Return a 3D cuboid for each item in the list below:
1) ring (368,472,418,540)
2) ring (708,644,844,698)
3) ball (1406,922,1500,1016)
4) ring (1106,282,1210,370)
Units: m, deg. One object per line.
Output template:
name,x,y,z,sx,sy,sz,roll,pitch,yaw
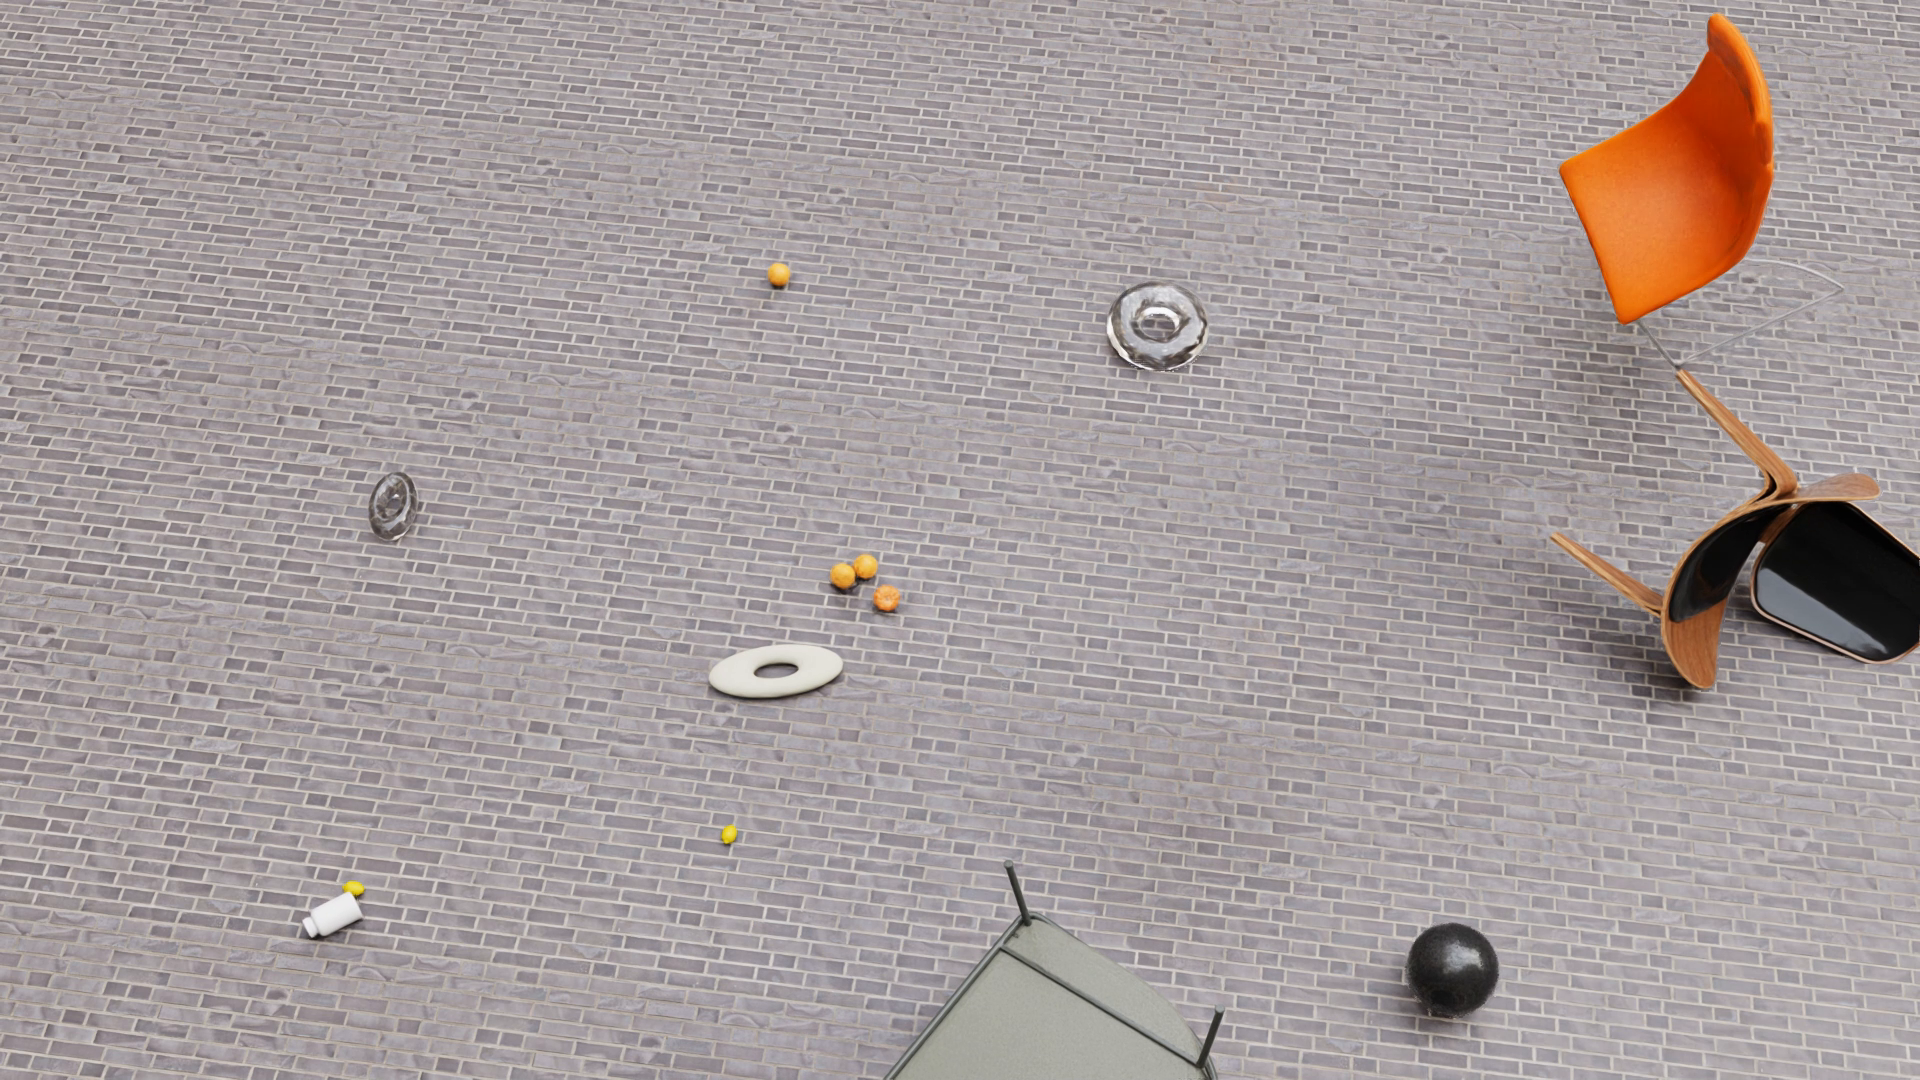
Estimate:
ring,-1.702,-0.103,6.602,0.146,0.069,0.239,-1,57,2
ring,-0.526,0.375,6.294,0.387,0.048,0.168,-6,55,-4
ball,1.274,1.109,5.688,0.236,0.236,0.236,0,56,0
ring,0.628,-0.681,6.972,0.328,0.084,0.324,-28,66,-14
